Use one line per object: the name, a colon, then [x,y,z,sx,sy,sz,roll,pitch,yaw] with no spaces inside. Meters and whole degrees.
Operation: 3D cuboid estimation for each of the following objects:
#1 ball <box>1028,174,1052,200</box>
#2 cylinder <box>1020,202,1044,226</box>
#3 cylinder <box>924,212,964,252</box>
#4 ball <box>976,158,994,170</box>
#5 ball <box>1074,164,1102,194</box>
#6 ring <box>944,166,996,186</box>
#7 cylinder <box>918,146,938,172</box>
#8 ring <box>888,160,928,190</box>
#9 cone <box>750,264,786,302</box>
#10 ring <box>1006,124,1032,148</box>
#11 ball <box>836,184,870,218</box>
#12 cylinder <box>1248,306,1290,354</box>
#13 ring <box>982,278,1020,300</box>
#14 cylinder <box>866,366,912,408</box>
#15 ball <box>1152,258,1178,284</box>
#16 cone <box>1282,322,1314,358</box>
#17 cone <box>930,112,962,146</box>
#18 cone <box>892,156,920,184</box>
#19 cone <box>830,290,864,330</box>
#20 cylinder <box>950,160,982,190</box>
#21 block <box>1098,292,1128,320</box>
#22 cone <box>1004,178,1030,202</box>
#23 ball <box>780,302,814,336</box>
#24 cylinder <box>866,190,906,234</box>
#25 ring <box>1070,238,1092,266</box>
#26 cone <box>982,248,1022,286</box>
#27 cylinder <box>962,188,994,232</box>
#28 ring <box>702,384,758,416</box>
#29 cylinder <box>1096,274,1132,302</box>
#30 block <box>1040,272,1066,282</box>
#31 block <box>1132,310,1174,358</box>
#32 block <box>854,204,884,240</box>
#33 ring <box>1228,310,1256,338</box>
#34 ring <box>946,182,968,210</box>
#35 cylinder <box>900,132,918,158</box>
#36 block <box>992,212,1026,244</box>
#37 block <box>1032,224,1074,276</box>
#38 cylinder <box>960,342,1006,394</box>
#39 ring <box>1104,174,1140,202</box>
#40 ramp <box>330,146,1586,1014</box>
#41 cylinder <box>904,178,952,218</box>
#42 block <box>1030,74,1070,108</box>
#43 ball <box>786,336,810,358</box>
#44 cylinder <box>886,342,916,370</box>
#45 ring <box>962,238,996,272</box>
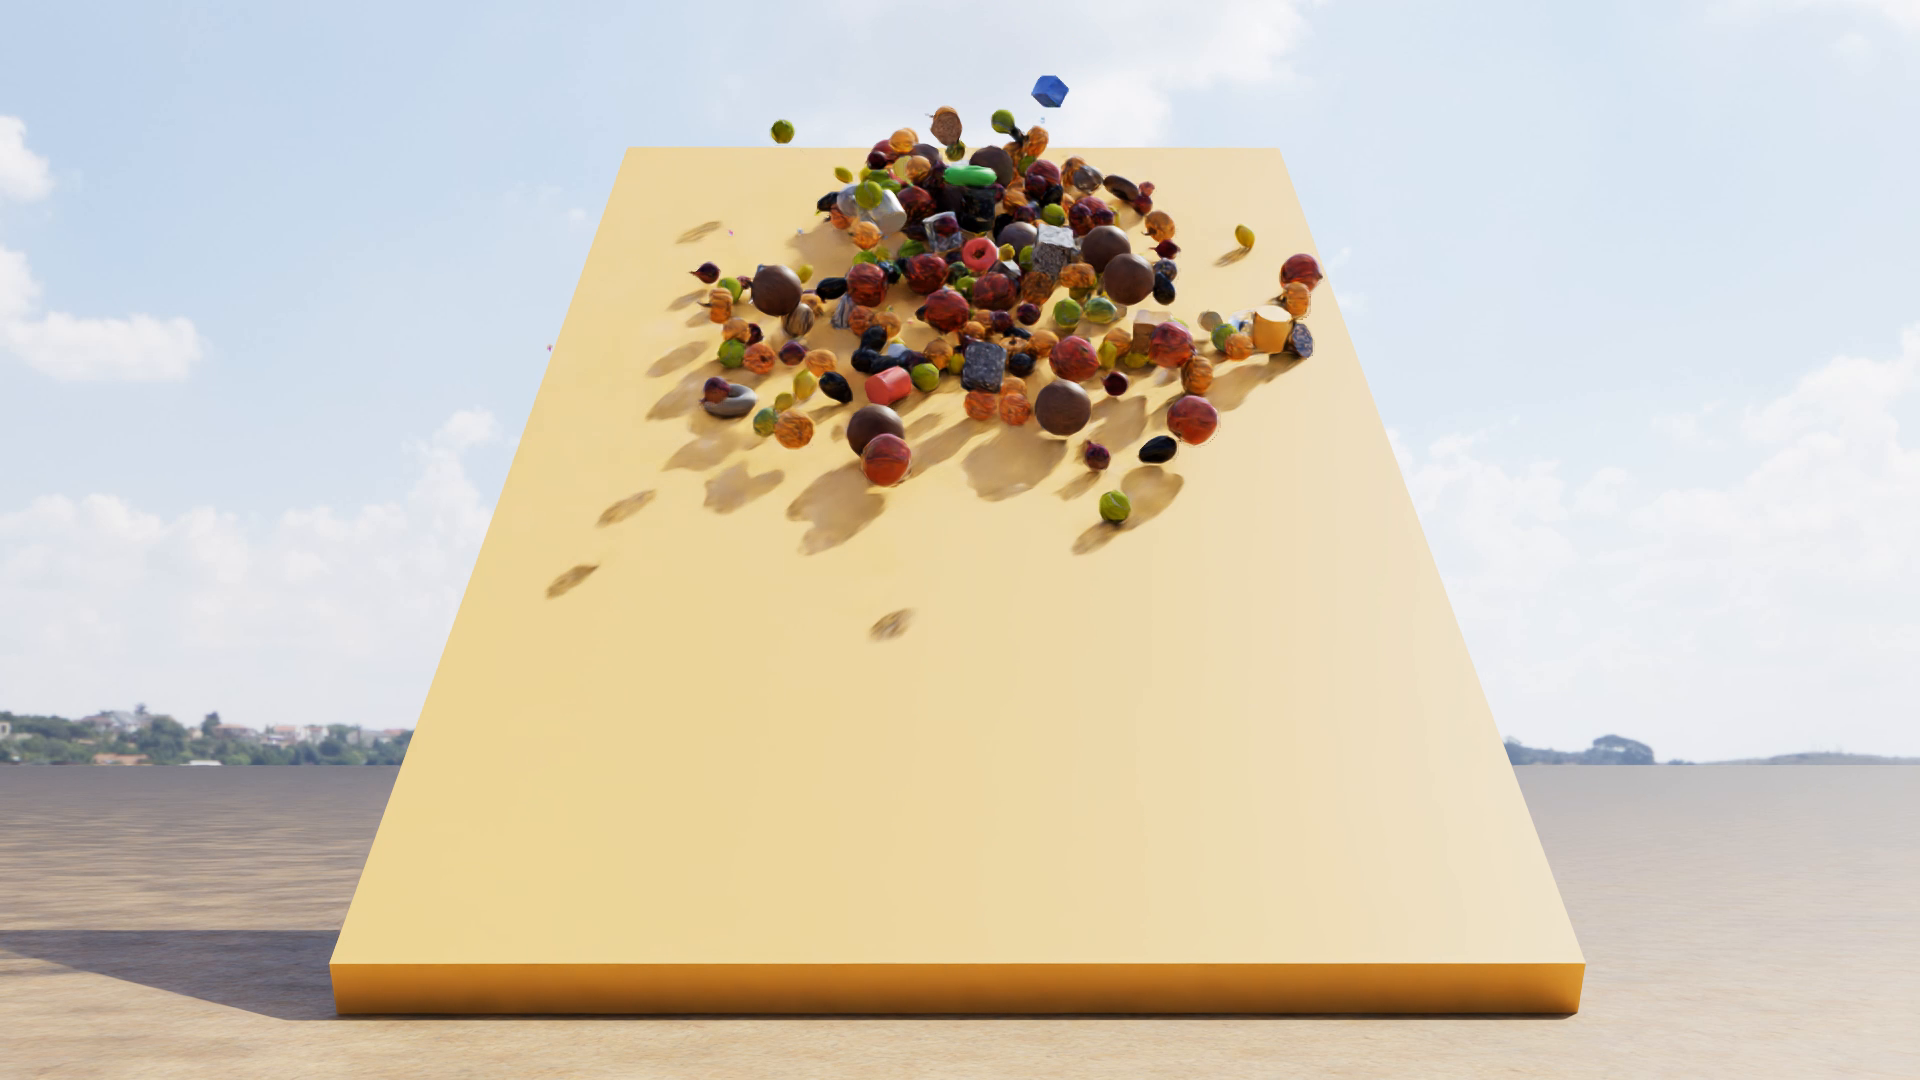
ball: [0.228,-1.018,6.890,0.074,0.074,0.074,0,-5,0]
cylinder: [0.202,-0.916,6.712,0.050,0.050,0.050,-4,-50,36]
cylinder: [-0.045,-0.827,6.402,0.087,0.087,0.087,-15,17,5]
ball: [0.072,-1.071,6.863,0.050,0.050,0.050,0,-5,0]
ball: [0.372,-1.048,6.942,0.086,0.086,0.086,0,-5,0]
ring: [0.027,-0.969,6.358,0.140,0.047,0.140,1,14,0]
cylinder: [-0.097,-1.130,7.084,0.059,0.059,0.059,7,-16,2]
ring: [-0.148,-1.044,6.822,0.118,0.118,0.039,-2,-45,23]
cone: [-0.522,-0.654,6.242,0.095,0.095,0.095,30,-25,16]
ring: [0.172,-1.170,6.913,0.087,0.029,0.087,37,12,-10]
ball: [-0.292,-0.938,6.601,0.096,0.096,0.096,0,-5,0]
cylinder: [0.762,-0.519,5.879,0.087,0.087,0.087,7,32,-4]
ring: [0.109,-0.667,6.267,0.104,0.035,0.104,9,34,-6]
cylinder: [-0.170,-0.363,5.661,0.078,0.078,0.078,-6,16,47]
ball: [0.522,-0.684,6.076,0.066,0.066,0.066,0,-5,0]
cone: [0.815,-0.486,5.938,0.091,0.091,0.091,-13,-12,39]
cone: [-0.061,-1.156,6.709,0.095,0.095,0.095,4,5,-35]
cone: [-0.144,-1.018,6.686,0.080,0.080,0.080,-7,-42,-6]
cone: [-0.289,-0.596,6.086,0.089,0.089,0.089,0,28,0]
cylinder: [0.017,-1.053,6.941,0.085,0.085,0.085,-4,25,2]
block: [0.394,-0.603,6.142,0.052,0.052,0.052,-19,34,-32]
cone: [0.179,-0.991,6.885,0.078,0.078,0.078,-2,-23,24]
ball: [-0.410,-0.556,6.012,0.087,0.087,0.087,0,-5,0]
cylinder: [-0.183,-0.818,5.943,0.077,0.077,0.077,-22,-30,-14]
ring: [0.287,-0.784,6.485,0.148,0.049,0.148,-2,26,1]
cone: [0.091,-0.690,6.189,0.097,0.097,0.097,-43,-23,20]
cylinder: [0.049,-0.889,6.442,0.088,0.088,0.088,2,-19,1]
ring: [-0.543,-0.330,5.636,0.130,0.043,0.130,0,27,0]
cylinder: [0.402,-0.654,6.211,0.072,0.072,0.072,-7,-3,-15]
block: [0.249,-0.736,6.364,0.063,0.063,0.063,-4,-45,-8]
block: [0.478,-0.513,5.937,0.087,0.087,0.087,7,29,12]
block: [-0.224,-0.879,6.484,0.091,0.091,0.091,-27,6,-4]
ring: [0.739,-0.548,6.056,0.119,0.040,0.119,0,29,0]
ring: [-0.012,-0.997,6.799,0.040,0.120,0.120,-1,-5,-20]
cylinder: [-0.154,-1.187,7.179,0.053,0.053,0.053,4,-34,3]
block: [0.135,-0.865,6.606,0.061,0.061,0.061,24,28,21]
block: [0.240,-0.752,6.192,0.090,0.090,0.090,9,-51,-7]
cylinder: [0.056,-0.402,5.592,0.096,0.096,0.096,8,-15,2]
ring: [0.466,-1.014,6.875,0.115,0.038,0.115,26,-8,4]
ramp: [-0.011,-0.222,5.588,2.000,0.100,4.000,0,28,0]
cylinder: [-0.090,-0.971,6.782,0.098,0.098,0.098,-17,4,-29]
block: [0.257,-1.280,6.808,0.066,0.066,0.066,13,-19,49]
ball: [-0.399,-0.477,5.897,0.056,0.056,0.056,0,-5,0]
cylinder: [-0.145,-0.450,5.852,0.053,0.053,0.053,4,21,-38]
ring: [0.049,-0.732,6.119,0.093,0.093,0.031,-1,-21,12]
